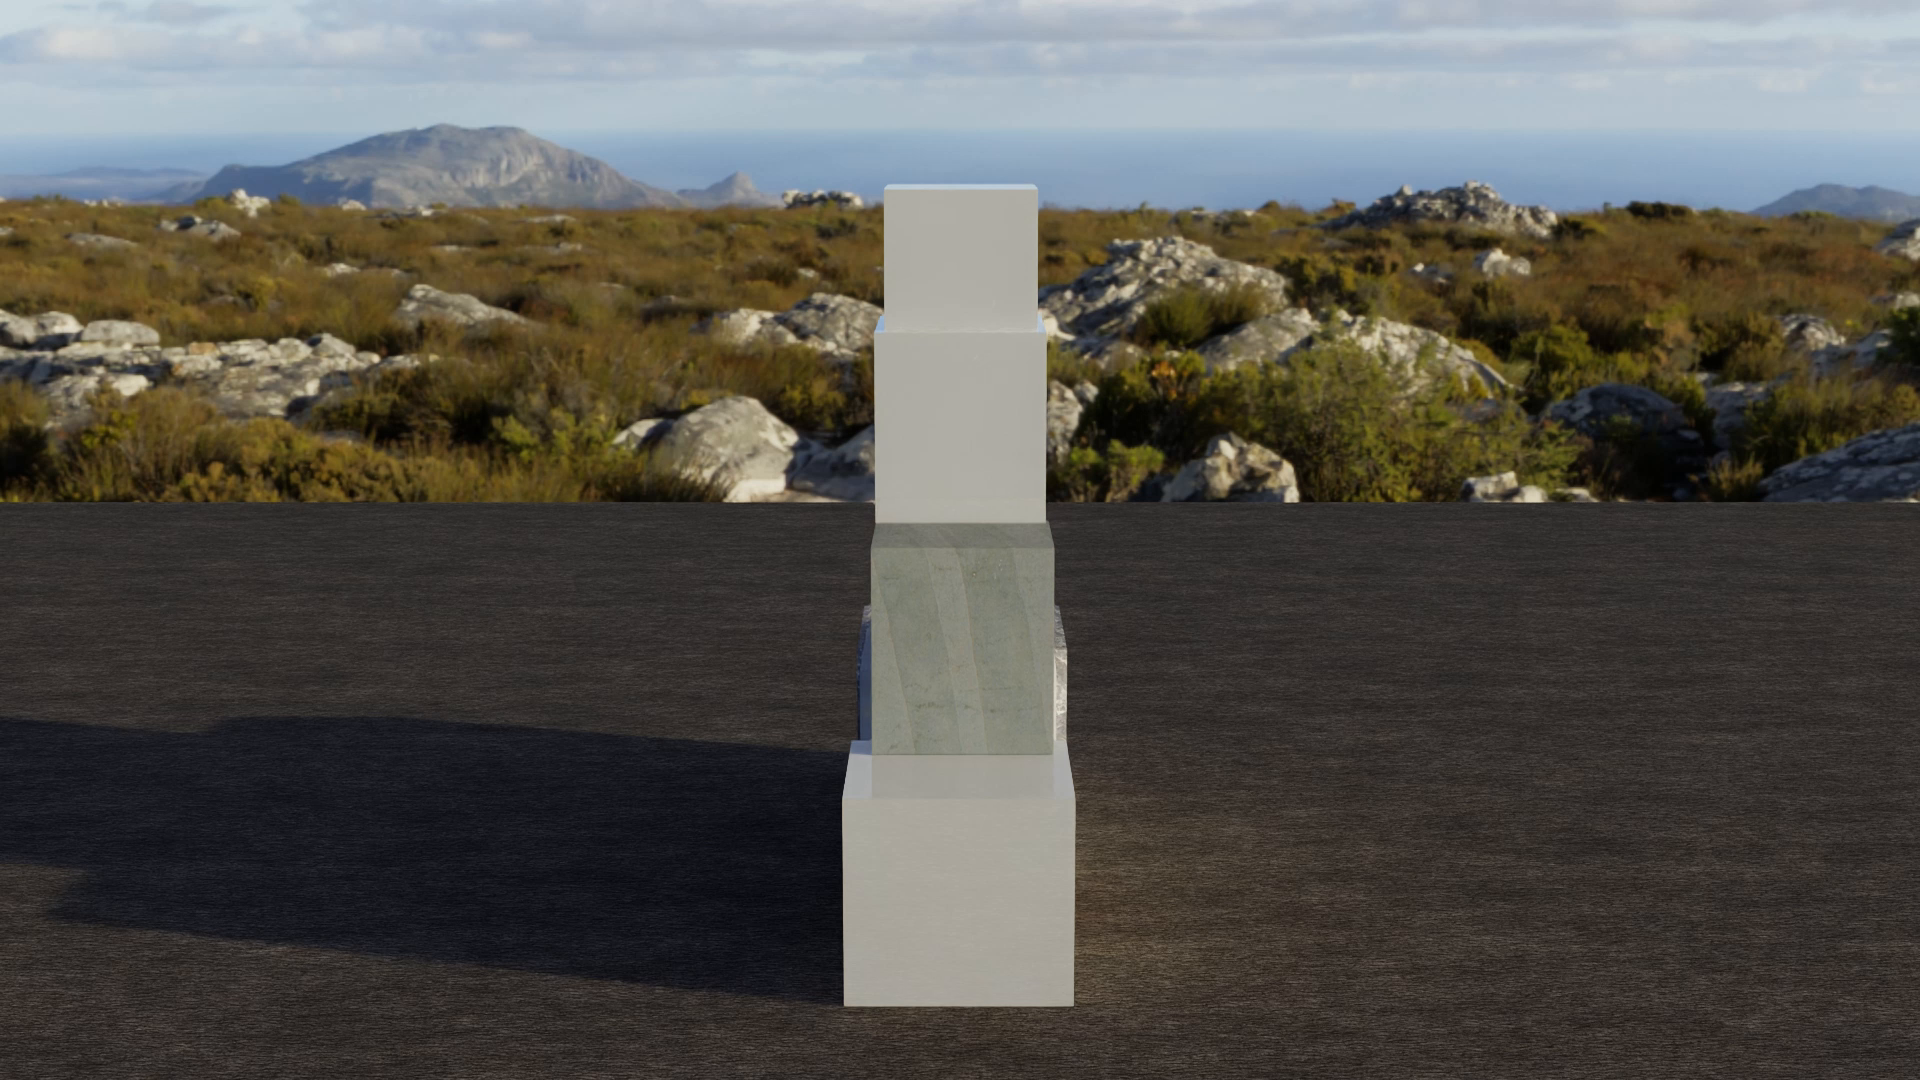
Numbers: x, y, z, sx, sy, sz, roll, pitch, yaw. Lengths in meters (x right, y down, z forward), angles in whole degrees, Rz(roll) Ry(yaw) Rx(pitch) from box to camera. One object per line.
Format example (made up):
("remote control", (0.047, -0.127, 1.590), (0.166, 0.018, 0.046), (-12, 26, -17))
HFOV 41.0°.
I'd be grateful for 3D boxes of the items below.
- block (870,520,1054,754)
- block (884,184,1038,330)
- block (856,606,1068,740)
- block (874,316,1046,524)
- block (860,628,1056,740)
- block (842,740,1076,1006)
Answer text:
("block", (0.011, 0.387, 10.529), (0.724, 0.835, 0.702), (0, 9, 0))
("block", (0.004, -1.217, 10.978), (0.638, 0.585, 0.656), (0, 10, 0))
("block", (0.009, 0.842, 12.541), (0.981, 0.856, 1.007), (0, 10, 0))
("block", (0.002, -0.536, 11.097), (0.714, 0.799, 0.852), (0, 10, 0))
("block", (-0.008, 0.959, 11.601), (0.850, 0.962, 0.866), (0, 10, 0))
("block", (-0.004, 1.299, 10.131), (0.876, 0.820, 0.854), (0, 10, 0))
